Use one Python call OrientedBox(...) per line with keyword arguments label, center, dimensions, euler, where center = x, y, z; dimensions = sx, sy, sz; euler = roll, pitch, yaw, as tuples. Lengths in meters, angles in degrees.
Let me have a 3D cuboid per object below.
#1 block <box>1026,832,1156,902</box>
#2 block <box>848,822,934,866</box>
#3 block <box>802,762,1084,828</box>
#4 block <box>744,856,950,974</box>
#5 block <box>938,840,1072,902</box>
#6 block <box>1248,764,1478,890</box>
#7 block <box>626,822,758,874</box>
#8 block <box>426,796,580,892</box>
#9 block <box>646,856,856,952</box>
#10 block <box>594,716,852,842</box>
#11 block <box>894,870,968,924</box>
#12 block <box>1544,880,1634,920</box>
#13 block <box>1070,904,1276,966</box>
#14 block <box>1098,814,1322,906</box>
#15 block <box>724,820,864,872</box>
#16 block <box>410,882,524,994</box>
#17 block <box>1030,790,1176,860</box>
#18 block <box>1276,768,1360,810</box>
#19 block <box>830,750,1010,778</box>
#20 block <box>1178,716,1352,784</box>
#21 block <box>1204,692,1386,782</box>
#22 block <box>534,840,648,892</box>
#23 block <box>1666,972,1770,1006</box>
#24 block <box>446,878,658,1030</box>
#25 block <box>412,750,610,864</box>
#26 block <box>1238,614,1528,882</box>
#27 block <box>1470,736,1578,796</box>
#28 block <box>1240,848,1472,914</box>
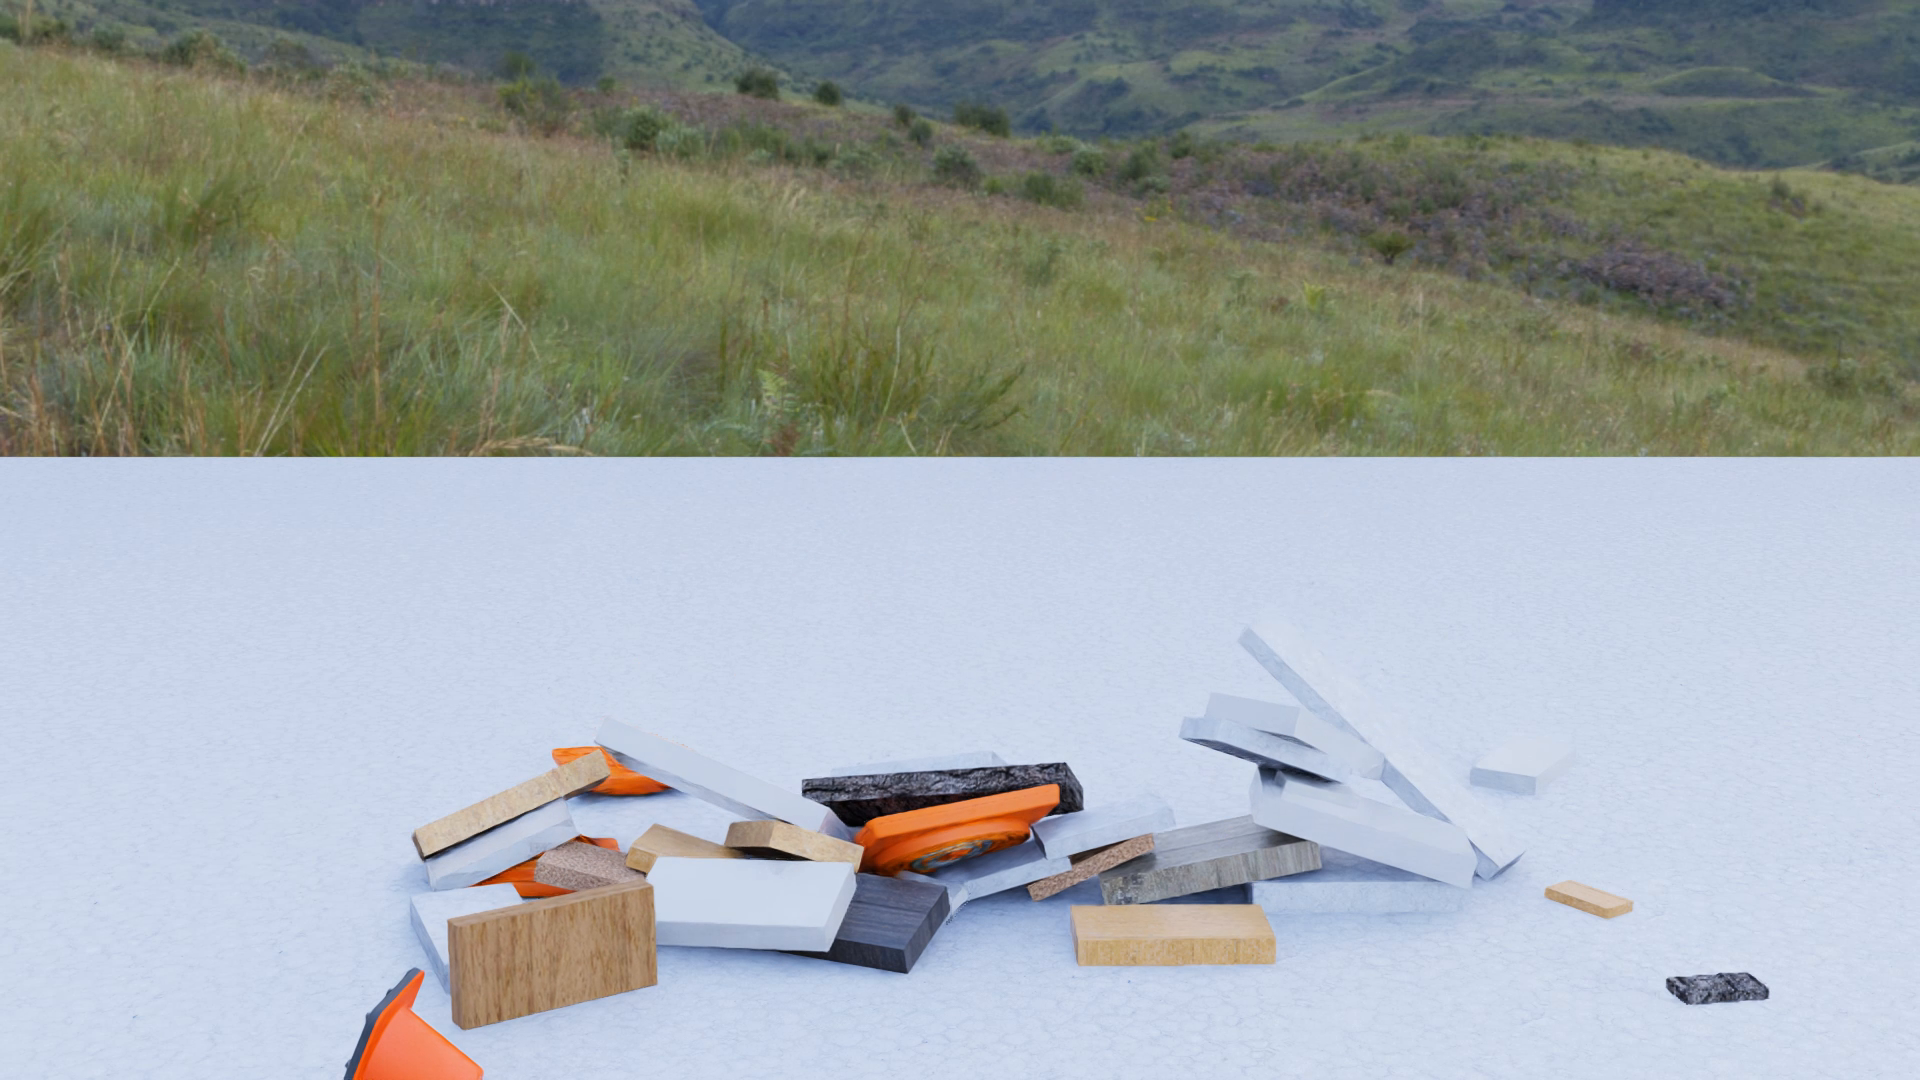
OrientedBox(label="block", center=(0.215, 0.527, 3.666), dimensions=(0.220, 0.031, 0.110), euler=(-25, 10, 5))
OrientedBox(label="block", center=(-0.204, 0.530, 3.874), dimensions=(0.304, 0.043, 0.152), euler=(-1, 11, -7))
OrientedBox(label="block", center=(-0.028, 0.438, 3.754), dimensions=(0.460, 0.043, 0.151), euler=(-5, -25, 13))
OrientedBox(label="block", center=(-0.213, 0.584, 3.445), dimensions=(0.358, 0.046, 0.163), euler=(5, 29, 24))
OrientedBox(label="block", center=(0.072, 0.546, 3.648), dimensions=(0.220, 0.031, 0.110), euler=(-17, 10, 2))
OrientedBox(label="block", center=(0.659, 0.470, 3.621), dimensions=(0.358, 0.051, 0.179), euler=(17, 11, 2))
OrientedBox(label="block", center=(-0.417, 0.543, 3.654), dimensions=(0.248, 0.035, 0.124), euler=(17, 13, 8))
OrientedBox(label="block", center=(-0.764, 0.513, 3.670), dimensions=(0.247, 0.035, 0.124), euler=(-24, 16, -11))
OrientedBox(label="block", center=(-0.340, 0.564, 3.417), dimensions=(0.326, 0.046, 0.163), euler=(-1, 28, 15))
OrientedBox(label="block", center=(-0.404, 0.423, 3.765), dimensions=(0.435, 0.048, 0.168), euler=(20, -16, 18))
OrientedBox(label="block", center=(-0.062, 0.580, 3.578), dimensions=(0.142, 0.020, 0.071), euler=(8, 39, 42))
OrientedBox(label="block", center=(1.034, 0.591, 3.616), dimensions=(0.064, 0.018, 0.128), euler=(-8, 13, -35))
OrientedBox(label="block", center=(0.328, 0.614, 3.422), dimensions=(0.301, 0.043, 0.151), euler=(0, 11, -1))
OrientedBox(label="block", center=(0.409, 0.527, 3.663), dimensions=(0.358, 0.051, 0.179), euler=(-11, 11, 3))
OrientedBox(label="block", center=(-0.277, 0.505, 3.621), dimensions=(0.152, 0.043, 0.304), euler=(19, -14, -16))
OrientedBox(label="block", center=(-0.745, 0.614, 3.414), dimensions=(0.163, 0.046, 0.326), euler=(-4, 11, -22))
OrientedBox(label="block", center=(0.236, 0.471, 3.631), dimensions=(0.220, 0.031, 0.110), euler=(-14, 11, -7))
OrientedBox(label="block", center=(0.589, 0.410, 3.630), dimensions=(0.128, 0.018, 0.064), euler=(15, 11, -8))
OrientedBox(label="block", center=(-0.057, 0.426, 3.833), dimensions=(0.301, 0.043, 0.151), euler=(-9, -26, 21))
OrientedBox(label="block", center=(0.506, 0.349, 3.647), dimensions=(0.257, 0.036, 0.129), euler=(20, -11, -21))
OrientedBox(label="block", center=(0.567, 0.332, 3.706), dimensions=(0.168, 0.048, 0.337), euler=(8, -13, 37))
OrientedBox(label="block", center=(-0.564, 0.555, 3.630), dimensions=(0.248, 0.035, 0.124), euler=(13, 12, 5))
OrientedBox(label="block", center=(1.116, 0.661, 3.240), dimensions=(0.128, 0.018, 0.064), euler=(-2, 11, -10))
OrientedBox(label="block", center=(-0.589, 0.600, 3.198), dimensions=(0.304, 0.152, 0.043), euler=(-7, 11, -34))
OrientedBox(label="block", center=(-0.775, 0.460, 3.797), dimensions=(0.337, 0.048, 0.168), euler=(-23, -5, -18))
OrientedBox(label="block", center=(0.740, 0.358, 3.870), dimensions=(0.602, 0.036, 0.129), euler=(45, 31, 21))
OrientedBox(label="block", center=(1.117, 0.445, 4.350), dimensions=(0.129, 0.036, 0.257), euler=(7, 12, 32))
OrientedBox(label="block", center=(0.652, 0.565, 3.665), dimensions=(0.358, 0.051, 0.179), euler=(0, 11, -2))
